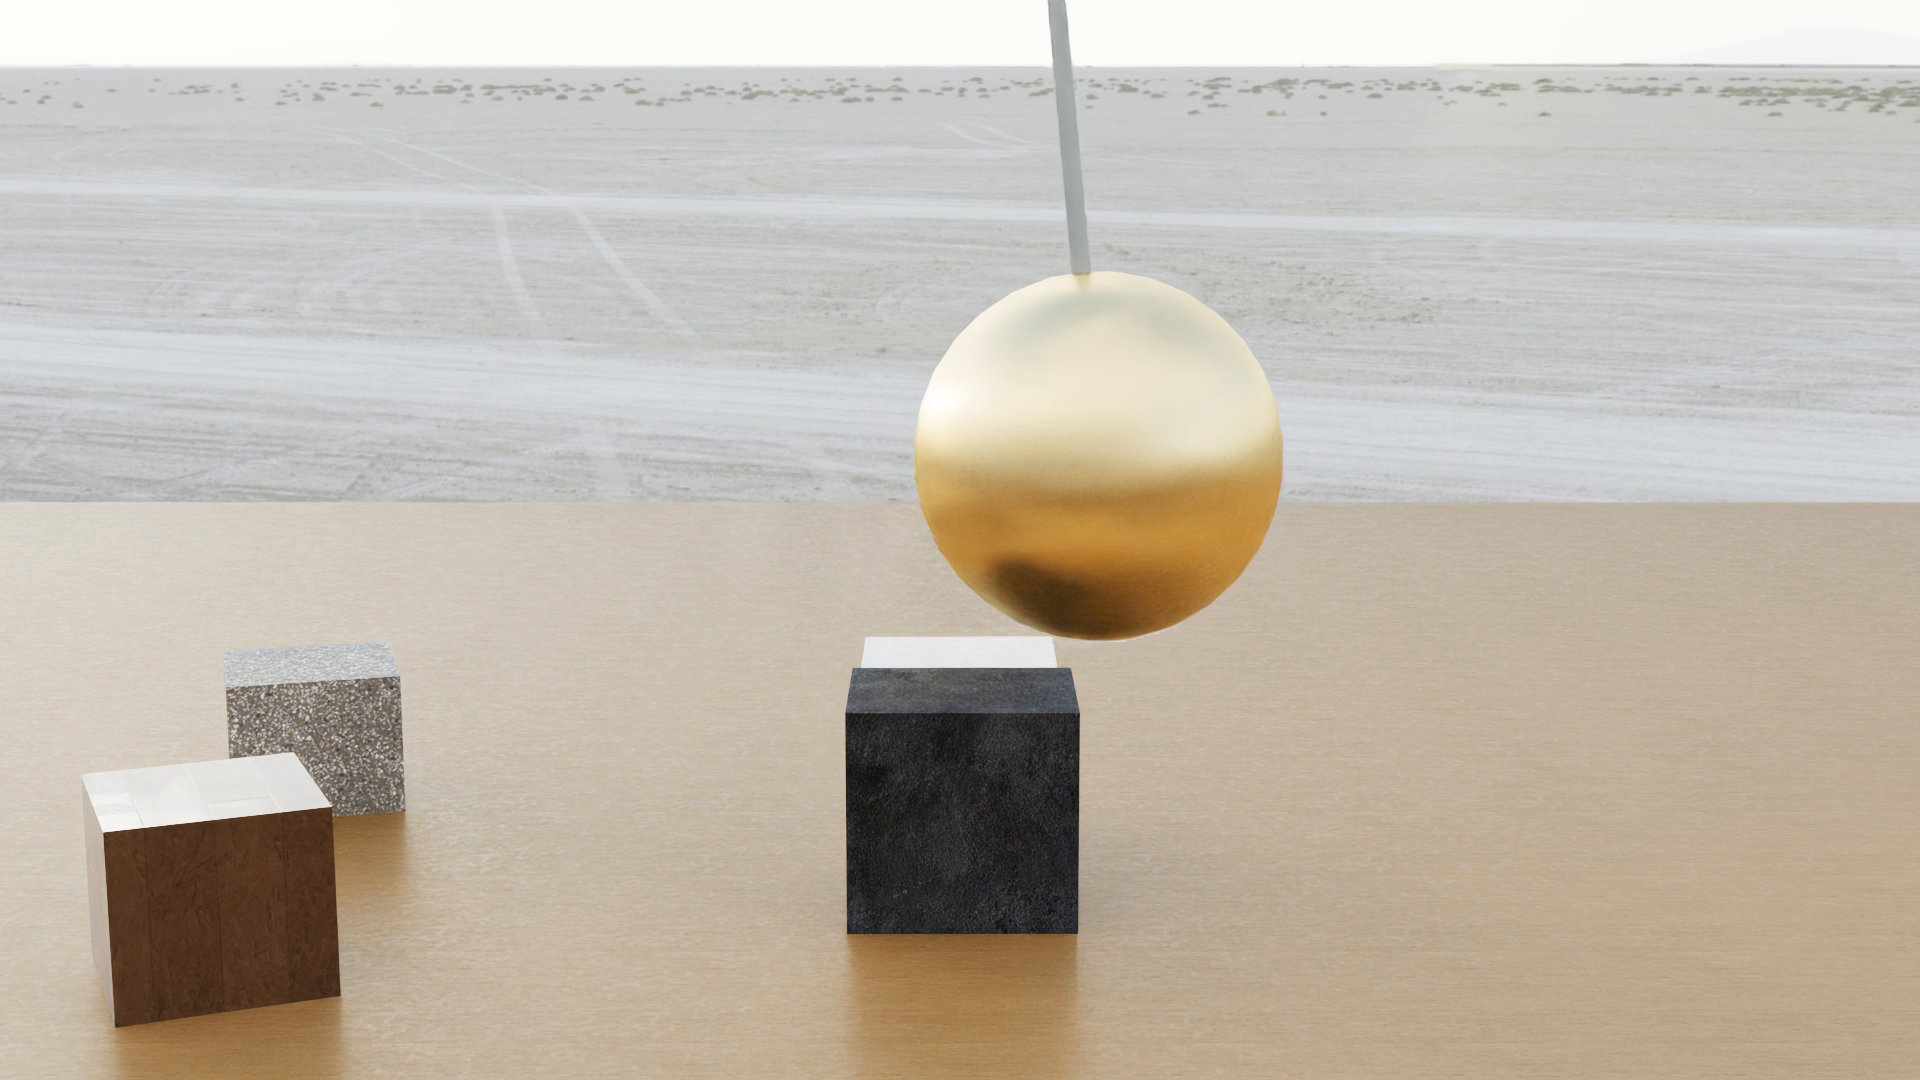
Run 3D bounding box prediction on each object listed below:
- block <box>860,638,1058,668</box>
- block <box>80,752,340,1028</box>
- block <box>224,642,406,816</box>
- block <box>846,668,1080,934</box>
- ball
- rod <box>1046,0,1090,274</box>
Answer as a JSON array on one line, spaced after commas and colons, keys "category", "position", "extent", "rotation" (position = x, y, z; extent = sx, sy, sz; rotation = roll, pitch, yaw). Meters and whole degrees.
[{"category": "block", "position": [-0.004, 0.971, 11.773], "extent": [0.881, 0.877, 0.891], "rotation": [0, 10, 0]}, {"category": "block", "position": [-2.943, 1.345, 10.051], "extent": [0.832, 0.757, 0.866], "rotation": [-5, 11, -23]}, {"category": "block", "position": [-3.172, 0.931, 12.580], "extent": [0.801, 0.668, 0.802], "rotation": [-3, 11, -16]}, {"category": "block", "position": [0.009, 1.094, 10.919], "extent": [0.956, 0.940, 0.809], "rotation": [0, 10, 0]}, {"category": "ball", "position": [0.598, -0.361, 11.115], "extent": [1.600, 1.600, 1.600], "rotation": [0, 10, 0]}, {"category": "rod", "position": [0.259, -3.690, 10.509], "extent": [0.080, 5.200, 0.080], "rotation": [-6, 10, 1]}]
